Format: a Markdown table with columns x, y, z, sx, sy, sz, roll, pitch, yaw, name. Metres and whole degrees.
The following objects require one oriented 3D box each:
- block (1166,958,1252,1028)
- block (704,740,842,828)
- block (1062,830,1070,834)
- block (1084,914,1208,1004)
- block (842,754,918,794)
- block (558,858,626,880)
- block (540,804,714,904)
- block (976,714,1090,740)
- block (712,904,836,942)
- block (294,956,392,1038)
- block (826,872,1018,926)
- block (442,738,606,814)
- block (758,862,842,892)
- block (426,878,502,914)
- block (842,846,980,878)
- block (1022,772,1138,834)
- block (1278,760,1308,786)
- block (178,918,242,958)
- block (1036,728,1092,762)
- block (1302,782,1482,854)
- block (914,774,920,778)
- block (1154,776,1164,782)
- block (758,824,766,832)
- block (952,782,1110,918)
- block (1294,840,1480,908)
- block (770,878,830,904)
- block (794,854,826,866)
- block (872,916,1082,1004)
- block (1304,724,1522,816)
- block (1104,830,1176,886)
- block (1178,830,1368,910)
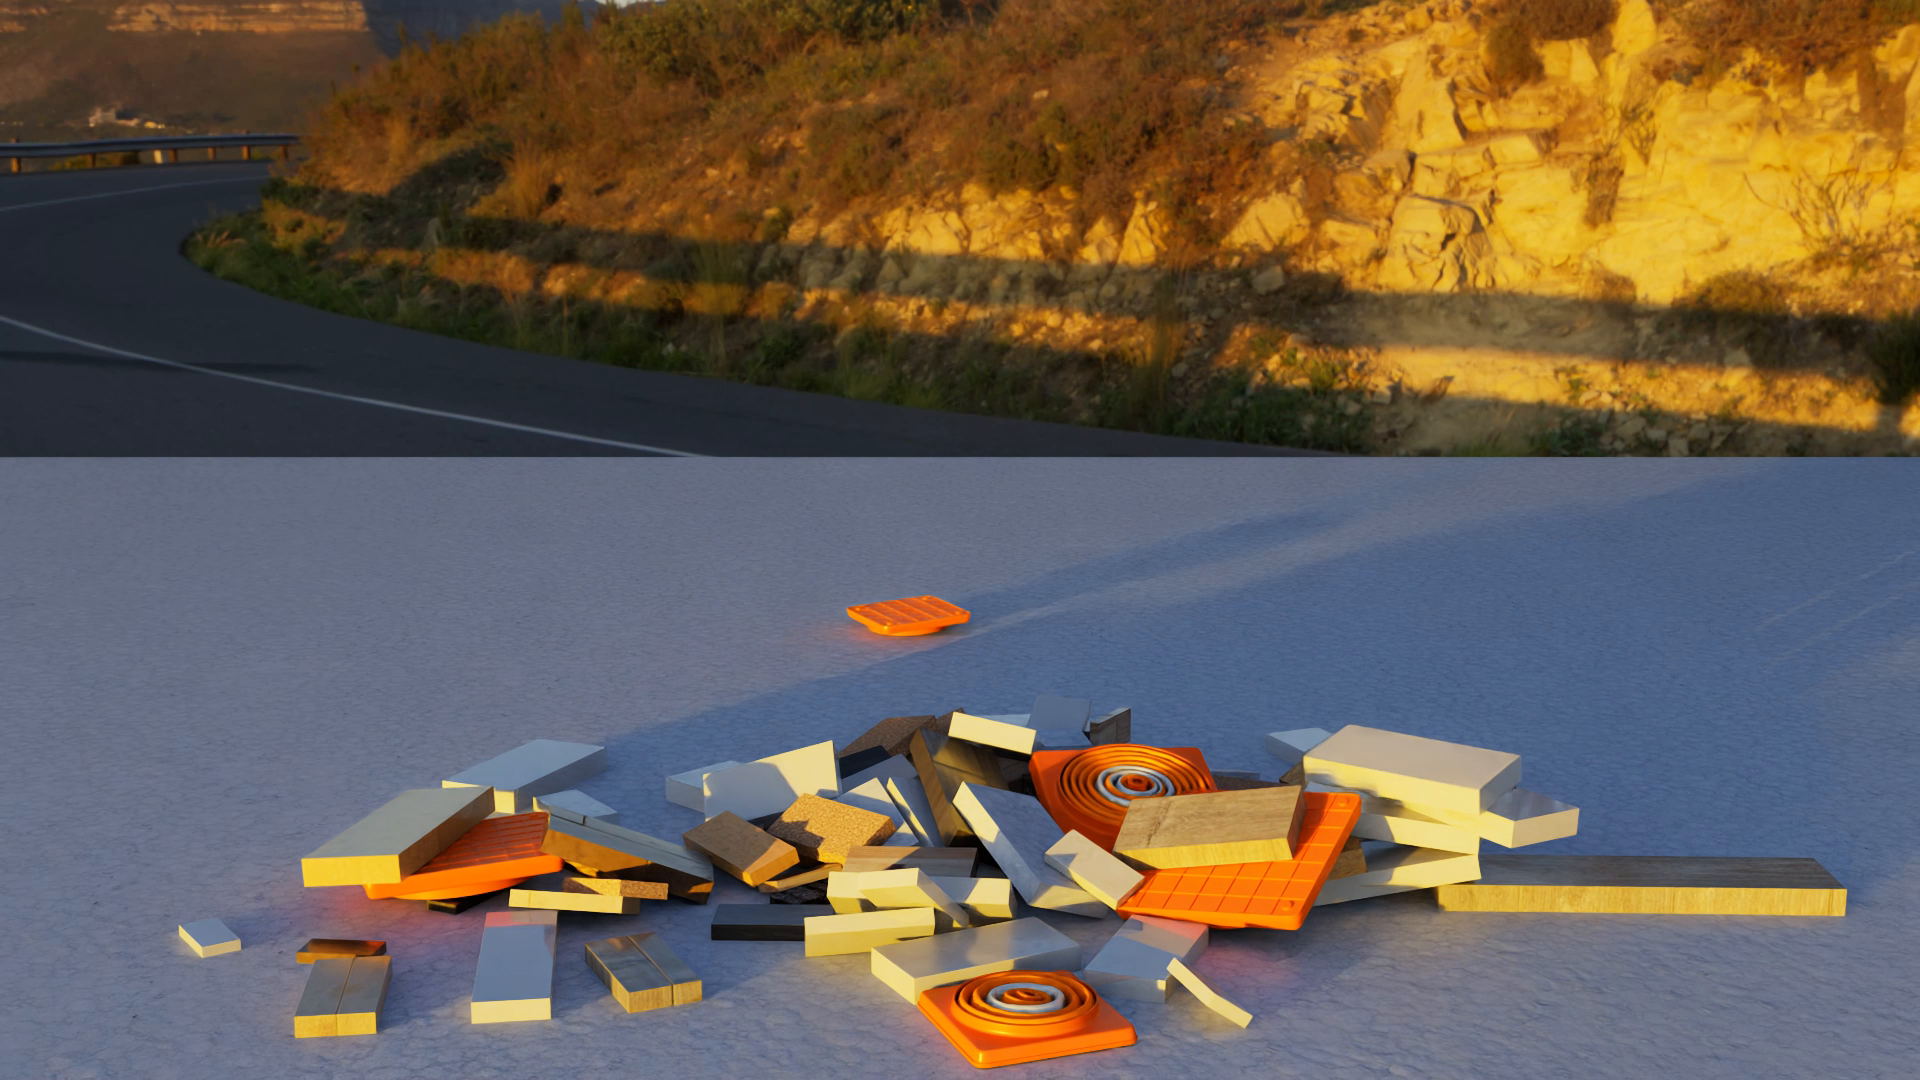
| x | y | z | sx | sy | sz | roll | pitch | yaw | name |
| --- | --- | --- | --- | --- | --- | --- | --- | --- | --- |
| 0.359 | 0.652 | 3.173 | 0.073 | 0.021 | 0.146 | 33 | -1 | -20 | block |
| -0.336 | 0.450 | 3.951 | 0.247 | 0.035 | 0.123 | -15 | 49 | 7 | block |
| 0.129 | 0.548 | 3.814 | 0.104 | 0.029 | 0.208 | 2 | 11 | 9 | block |
| 0.285 | 0.634 | 3.338 | 0.124 | 0.035 | 0.248 | 4 | 11 | 21 | block |
| -0.143 | 0.471 | 4.034 | 0.114 | 0.032 | 0.229 | 46 | 30 | 17 | block |
| -0.601 | 0.558 | 3.772 | 0.089 | 0.025 | 0.177 | -10 | 15 | -43 | block |
| -0.551 | 0.521 | 3.650 | 0.283 | 0.040 | 0.142 | 20 | 6 | -11 | block |
| 0.122 | 0.402 | 4.564 | 0.299 | 0.042 | 0.149 | -1 | 11 | -7 | block |
| -0.296 | 0.608 | 3.498 | 0.187 | 0.027 | 0.094 | 0 | 11 | 1 | block |
| -0.894 | 0.662 | 3.197 | 0.110 | 0.031 | 0.220 | -2 | 11 | -8 | block |
| -0.057 | 0.569 | 3.470 | 0.283 | 0.040 | 0.142 | 1 | -25 | 7 | block |
| -0.841 | 0.456 | 4.269 | 0.160 | 0.045 | 0.319 | 5 | 11 | 23 | block |
| -0.268 | 0.566 | 3.686 | 0.128 | 0.018 | 0.064 | -11 | -2 | -36 | block |
| -0.818 | 0.588 | 3.632 | 0.059 | 0.017 | 0.119 | 5 | 12 | 26 | block |
| -0.084 | 0.548 | 3.596 | 0.215 | 0.030 | 0.108 | -1 | 30 | 12 | block |
| 0.217 | 0.478 | 3.989 | 0.208 | 0.104 | 0.029 | -1 | 11 | -3 | block |
| 0.740 | 0.461 | 4.020 | 0.146 | 0.041 | 0.292 | -33 | 32 | -25 | block |
| -1.176 | 0.623 | 3.447 | 0.059 | 0.017 | 0.119 | -7 | 13 | -35 | block |
| 0.139 | 0.407 | 4.329 | 0.223 | 0.032 | 0.112 | -2 | 12 | -9 | block |
| 0.721 | 0.461 | 3.669 | 0.298 | 0.042 | 0.149 | 7 | 11 | 17 | block |
| -0.051 | 0.441 | 4.063 | 0.075 | 0.021 | 0.150 | -39 | -14 | 33 | block |
| 0.439 | 0.479 | 4.213 | 0.143 | 0.020 | 0.072 | 3 | 11 | 14 | block |
| -0.404 | 0.531 | 3.821 | 0.131 | 0.019 | 0.066 | -13 | 21 | 4 | block |
| 0.119 | 0.509 | 3.627 | 0.152 | 0.043 | 0.304 | 16 | 18 | -32 | block |
| 0.700 | 0.543 | 3.653 | 0.298 | 0.042 | 0.149 | -10 | 10 | 5 | block |
| -0.245 | 0.588 | 3.632 | 0.064 | 0.018 | 0.128 | 10 | 14 | 42 | block |
| -0.259 | 0.542 | 3.853 | 0.195 | 0.028 | 0.098 | 0 | 11 | 1 | block |
| 0.025 | 0.633 | 3.325 | 0.283 | 0.040 | 0.142 | -6 | 12 | -28 | block |
| 0.747 | 0.378 | 3.637 | 0.314 | 0.044 | 0.157 | 8 | 21 | 37 | block |
| 0.309 | 0.549 | 3.809 | 0.104 | 0.029 | 0.208 | 1 | 11 | -1 | block |
| 0.514 | 0.538 | 3.647 | 0.298 | 0.042 | 0.149 | -13 | 10 | 5 | block |
